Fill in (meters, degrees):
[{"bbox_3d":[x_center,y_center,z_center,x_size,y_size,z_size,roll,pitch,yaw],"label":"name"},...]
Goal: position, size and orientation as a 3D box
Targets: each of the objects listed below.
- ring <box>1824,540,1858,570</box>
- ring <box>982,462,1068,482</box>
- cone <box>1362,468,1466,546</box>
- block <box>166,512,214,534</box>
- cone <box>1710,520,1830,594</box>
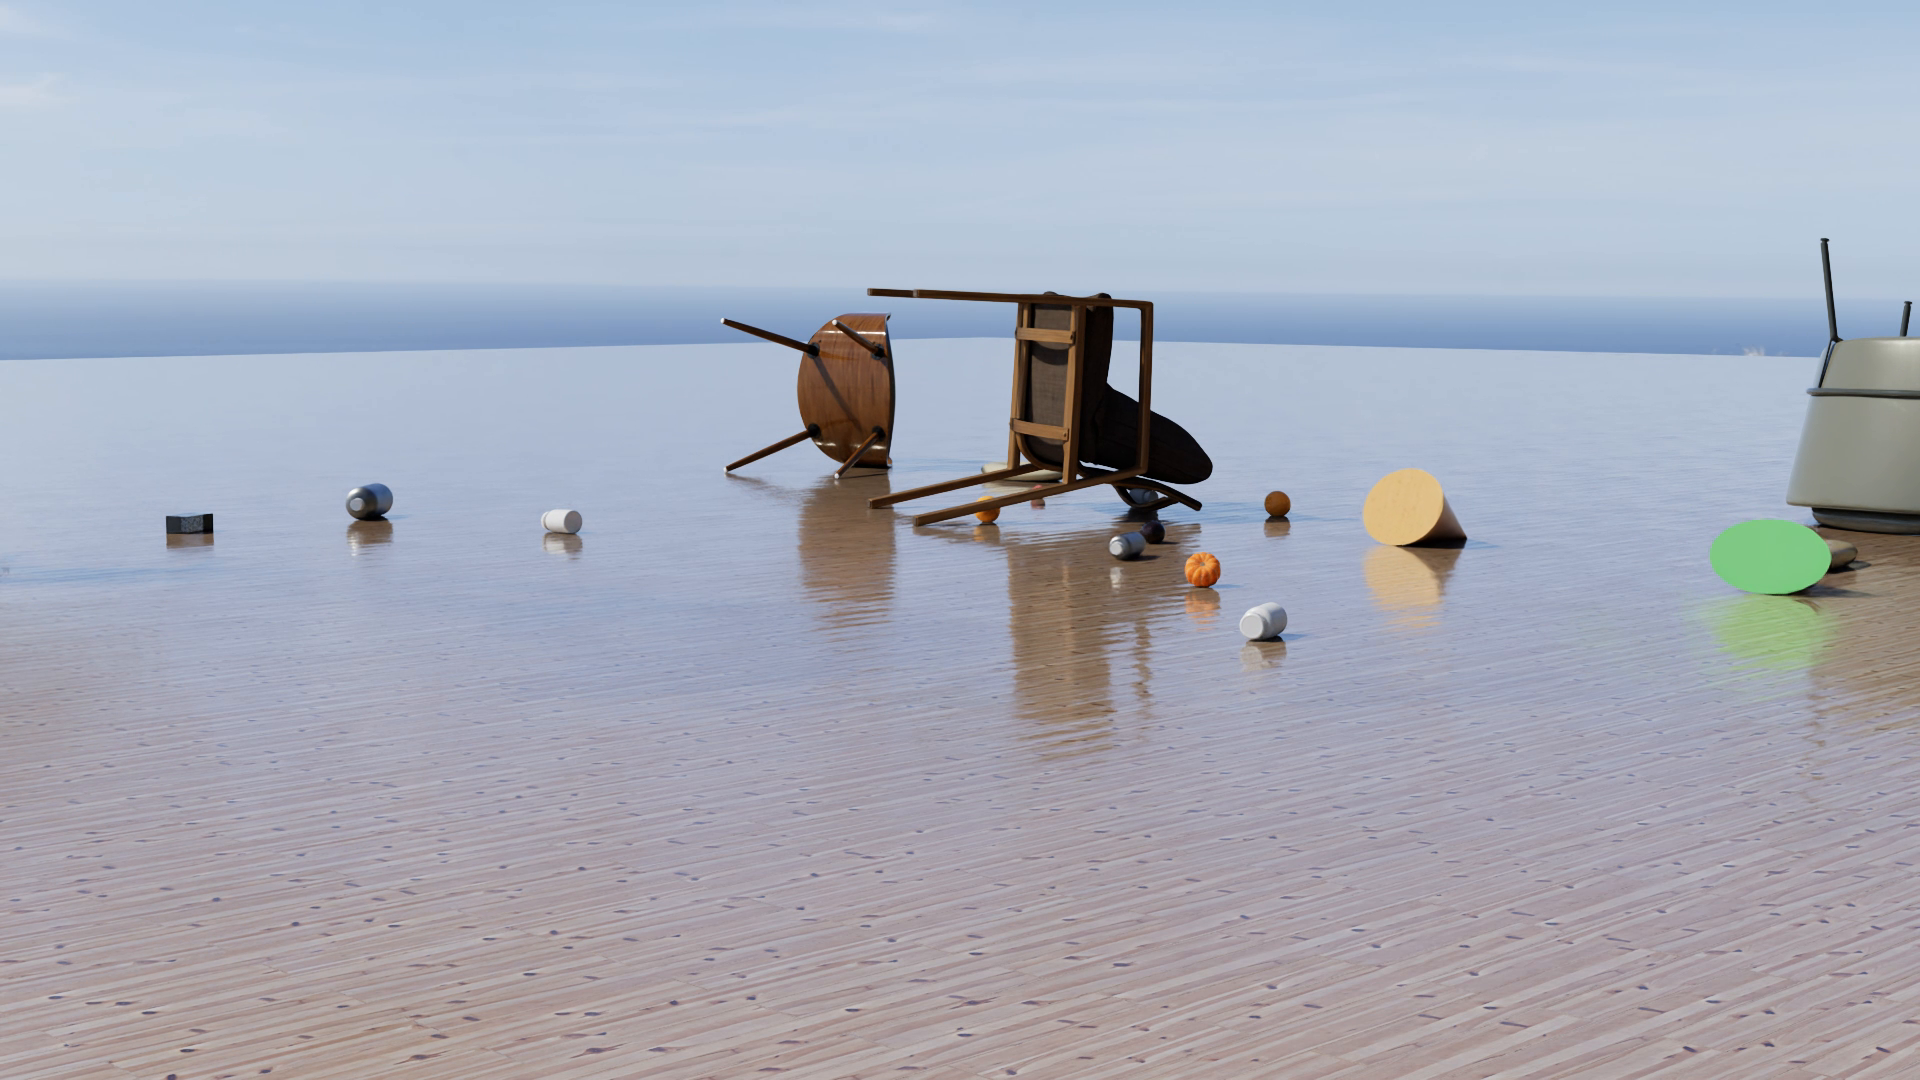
[{"bbox_3d":[1.901,0.036,5.807,0.193,0.053,0.412,5,8,44],"label":"ring"},{"bbox_3d":[0.210,-0.224,8.346,0.225,0.050,0.393,-4,7,-32],"label":"ring"},{"bbox_3d":[1.181,-0.042,6.368,0.256,0.199,0.256,22,-10,-37],"label":"cone"},{"bbox_3d":[-1.984,-0.043,6.608,0.066,0.045,0.105,2,6,21],"label":"block"},{"bbox_3d":[1.749,0.062,5.432,0.251,0.159,0.256,5,-10,34],"label":"cone"}]
